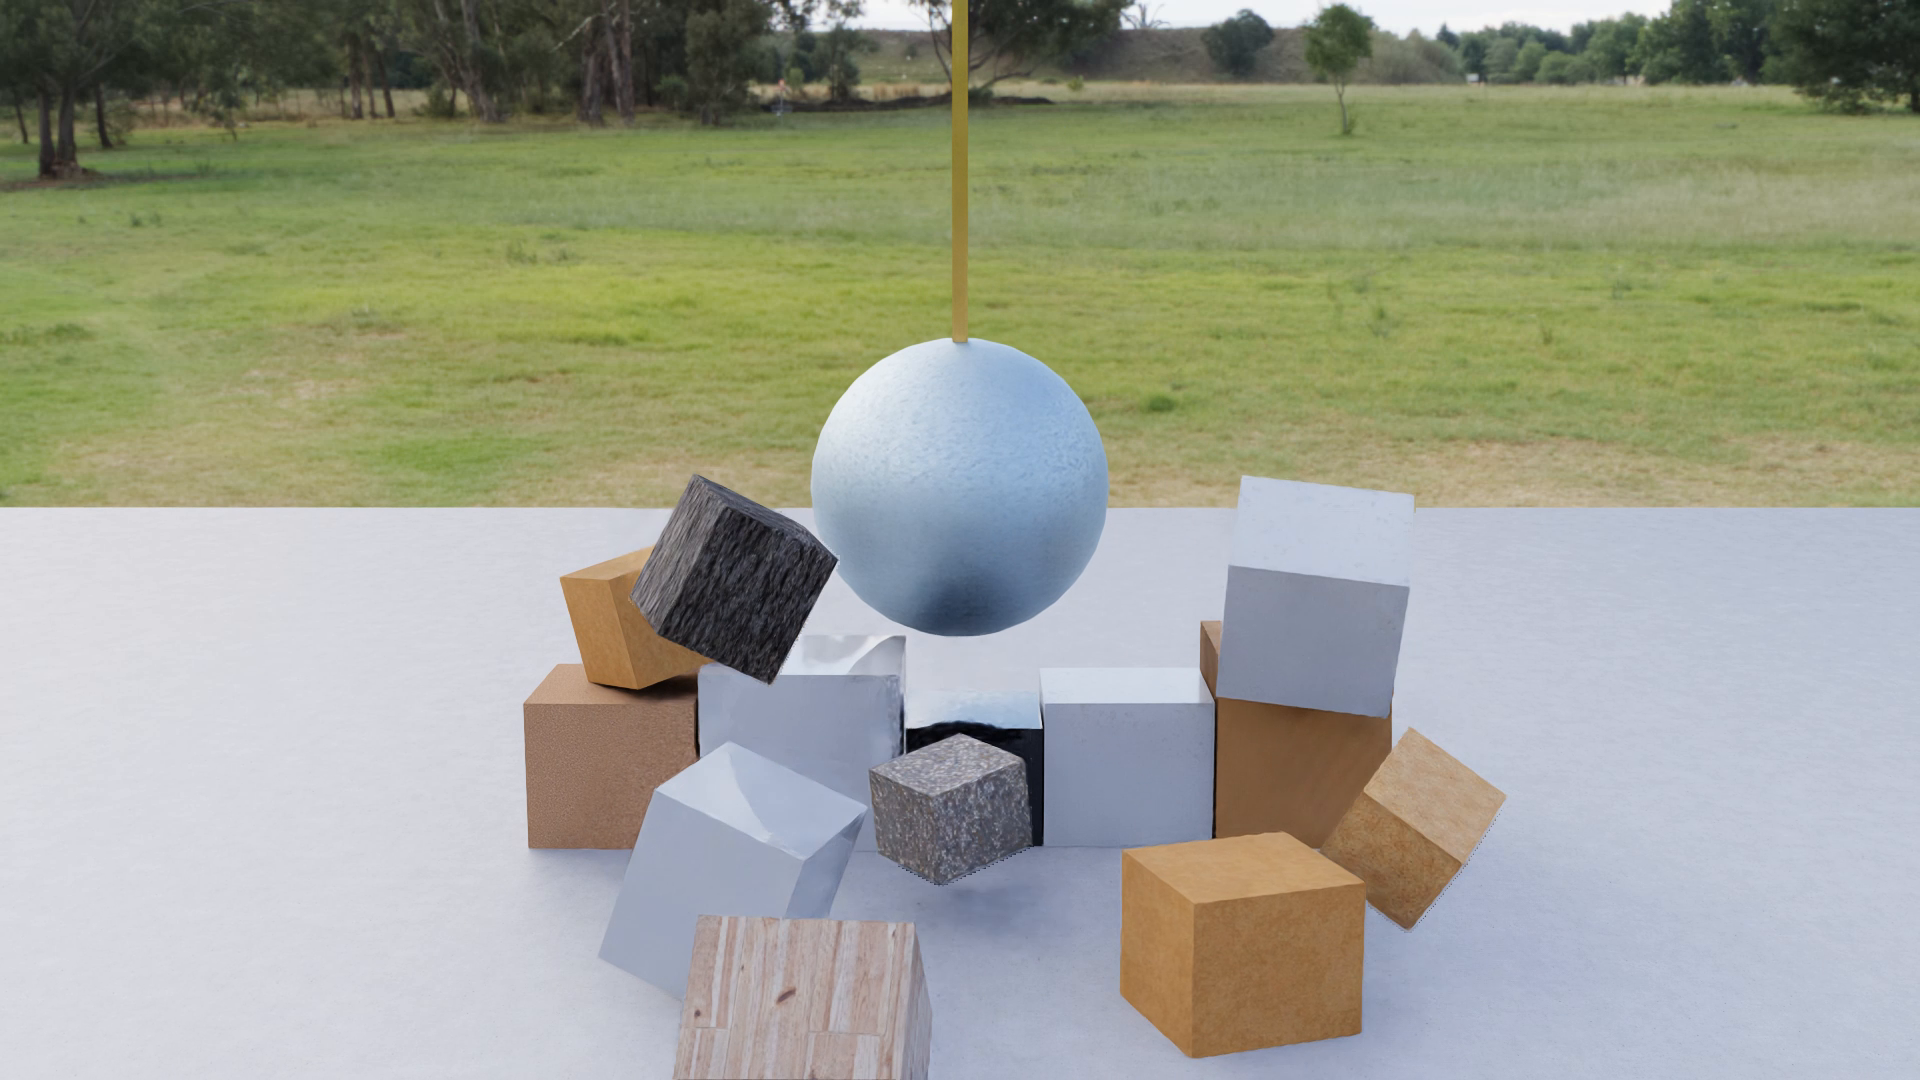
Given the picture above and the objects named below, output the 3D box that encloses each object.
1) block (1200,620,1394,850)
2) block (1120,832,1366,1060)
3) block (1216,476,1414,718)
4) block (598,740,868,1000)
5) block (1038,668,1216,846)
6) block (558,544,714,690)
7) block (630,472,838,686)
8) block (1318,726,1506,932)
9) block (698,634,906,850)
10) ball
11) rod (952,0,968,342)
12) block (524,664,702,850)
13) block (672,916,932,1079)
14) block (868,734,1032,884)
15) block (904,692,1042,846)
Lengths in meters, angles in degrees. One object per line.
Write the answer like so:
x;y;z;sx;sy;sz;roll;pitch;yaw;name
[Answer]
1.713;0.990;11.374;0.863;0.983;0.870;0;10;0;block
1.130;1.620;8.894;0.742;0.631;0.692;-4;11;-19;block
1.710;0.268;10.604;0.828;0.807;0.721;7;38;8;block
-0.929;1.410;9.105;0.675;0.781;0.751;24;16;12;block
0.845;1.111;11.381;0.849;0.743;0.747;0;10;0;block
-1.554;0.366;11.226;0.667;0.567;0.597;-20;12;-32;block
-0.924;0.153;8.917;0.526;0.576;0.547;26;5;-24;block
1.930;1.239;9.450;0.502;0.514;0.505;36;45;12;block
-0.790;1.030;11.373;0.999;0.904;0.889;0;10;1;block
0.000;-0.281;11.774;1.600;1.600;1.600;0;10;0;ball
0.000;-3.543;10.815;0.080;5.200;0.080;0;16;0;rod
-1.733;1.106;11.384;0.850;0.751;0.847;0;10;1;block
-0.505;1.723;7.366;0.724;0.744;0.633;1;54;6;block
-0.042;1.222;10.085;0.537;0.426;0.472;-18;22;-35;block
0.069;1.175;11.399;0.687;0.611;0.761;0;10;0;block
